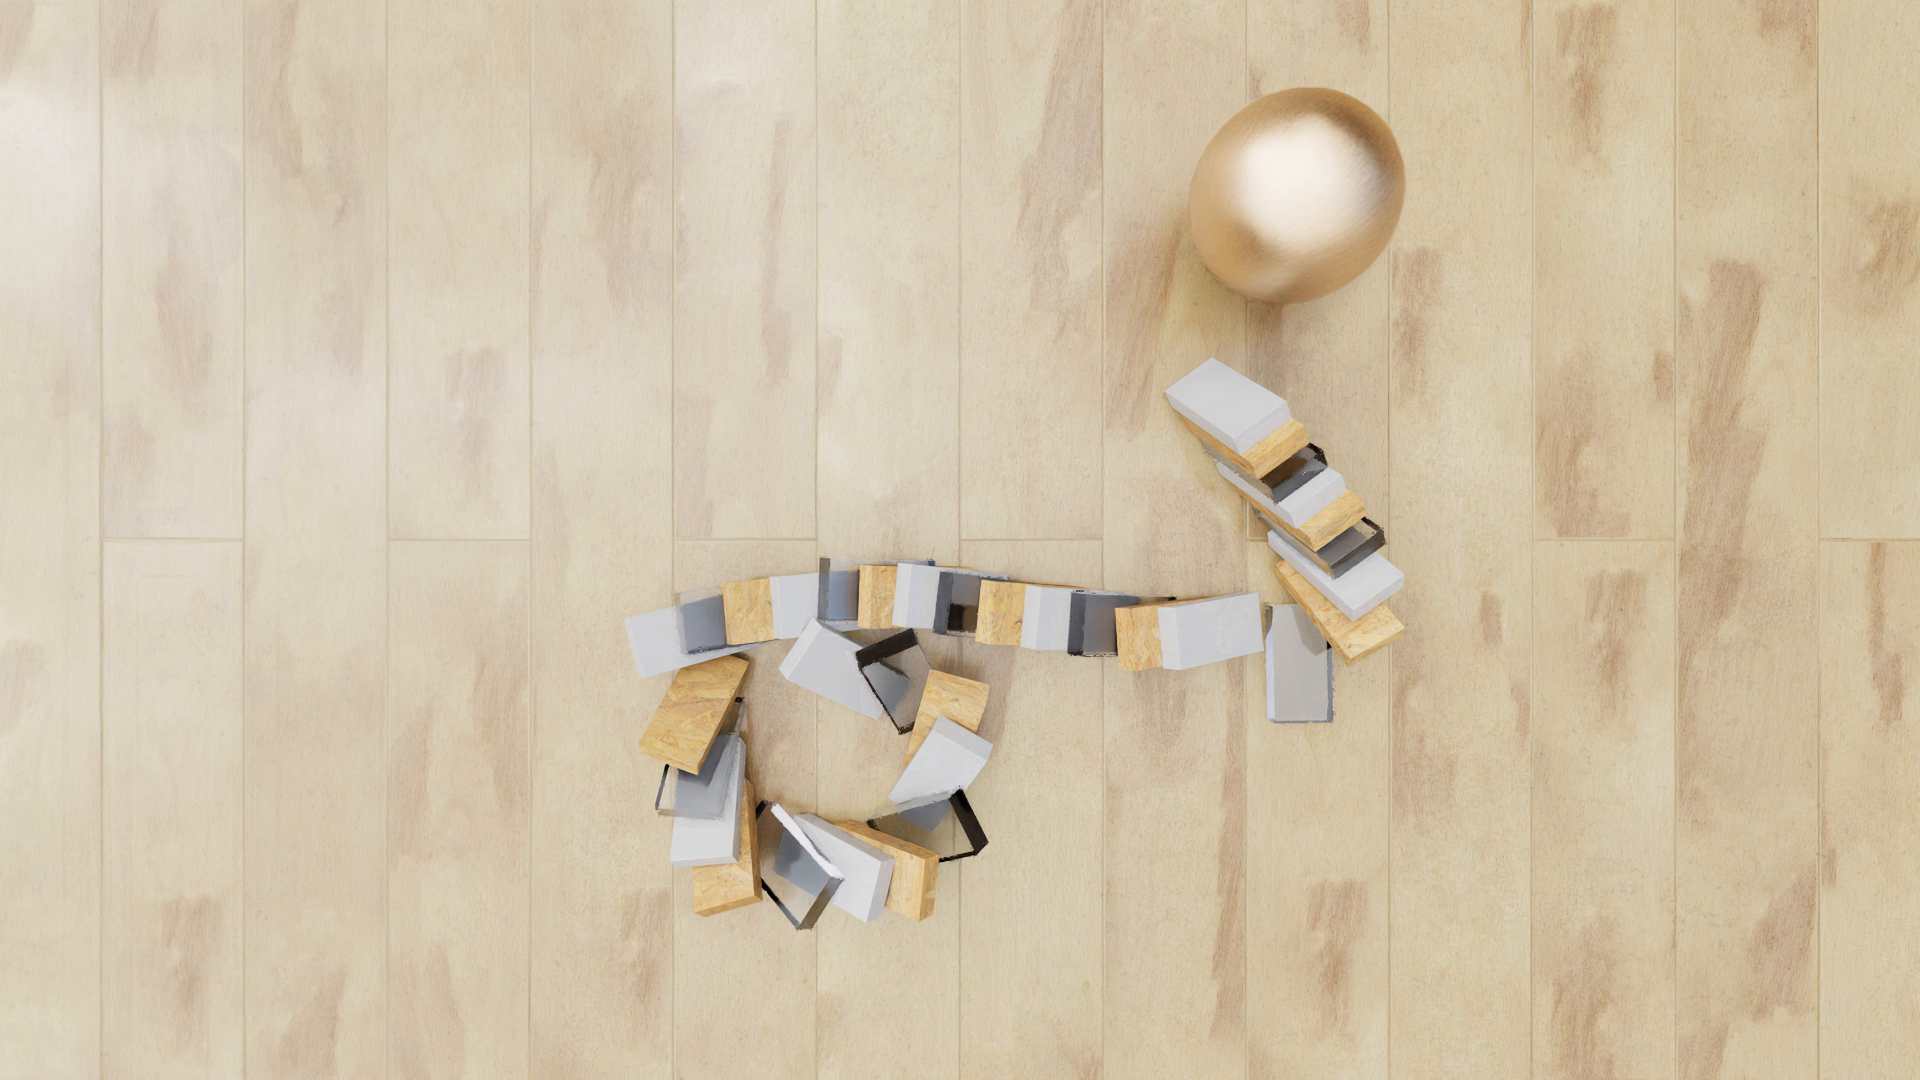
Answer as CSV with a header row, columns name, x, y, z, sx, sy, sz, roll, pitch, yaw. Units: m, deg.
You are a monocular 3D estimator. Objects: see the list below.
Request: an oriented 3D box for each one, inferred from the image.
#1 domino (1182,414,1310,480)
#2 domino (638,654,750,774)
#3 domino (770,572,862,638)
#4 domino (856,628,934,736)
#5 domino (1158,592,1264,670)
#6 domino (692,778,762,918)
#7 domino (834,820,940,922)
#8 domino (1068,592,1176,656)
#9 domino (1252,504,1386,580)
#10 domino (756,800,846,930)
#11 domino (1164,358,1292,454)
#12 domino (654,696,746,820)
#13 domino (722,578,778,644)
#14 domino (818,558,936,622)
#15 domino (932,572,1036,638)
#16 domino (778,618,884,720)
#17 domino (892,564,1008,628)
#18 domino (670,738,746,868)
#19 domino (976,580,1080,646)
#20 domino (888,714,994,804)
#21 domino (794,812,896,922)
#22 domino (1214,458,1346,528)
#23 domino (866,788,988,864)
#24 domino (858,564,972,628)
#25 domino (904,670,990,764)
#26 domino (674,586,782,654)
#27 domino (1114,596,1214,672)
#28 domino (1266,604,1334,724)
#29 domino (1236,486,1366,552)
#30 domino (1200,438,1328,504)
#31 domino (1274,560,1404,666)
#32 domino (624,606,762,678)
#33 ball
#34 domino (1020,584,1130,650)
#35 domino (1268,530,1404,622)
name,x,y,z,sx,sy,sz,roll,pitch,yaw
domino,0.116,-0.046,0.377,0.025,0.050,0.009,-36,128,0
domino,-0.110,0.069,0.381,0.025,0.010,0.050,20,52,0
domino,-0.053,0.026,0.383,0.050,0.010,0.025,-4,90,-31
domino,-0.022,0.059,0.379,0.025,0.010,0.050,-23,134,0
domino,0.105,0.037,0.383,0.050,0.009,0.025,-6,91,-32
domino,-0.098,0.127,0.381,0.025,0.009,0.050,-17,54,2
domino,-0.032,0.137,0.381,0.050,0.009,0.025,7,92,36
domino,0.068,0.035,0.383,0.050,0.010,0.025,4,90,-32
domino,0.147,-0.007,0.378,0.025,0.050,0.010,-36,131,0
domino,-0.072,0.134,0.381,0.050,0.009,0.025,33,90,37
domino,0.109,-0.056,0.377,0.025,0.050,0.010,-36,128,0
domino,-0.108,0.090,0.382,0.025,0.009,0.050,5,55,0
domino,-0.072,0.028,0.383,0.050,0.009,0.025,-5,89,-31
domino,-0.034,0.020,0.382,0.050,0.009,0.025,2,90,-35
domino,0.013,0.028,0.381,0.050,0.009,0.025,9,87,-37
domino,-0.047,0.054,0.381,0.050,0.010,0.025,34,90,-37
domino,-0.003,0.024,0.380,0.050,0.009,0.025,8,87,-37
domino,-0.104,0.109,0.382,0.025,0.010,0.050,-5,55,1
domino,0.030,0.031,0.381,0.050,0.010,0.025,6,90,-37
domino,-0.009,0.097,0.381,0.025,0.009,0.050,30,126,0
domino,-0.051,0.135,0.382,0.050,0.010,0.025,14,90,35
domino,0.131,-0.027,0.377,0.025,0.050,0.010,-36,128,-1
domino,-0.014,0.121,0.381,0.050,0.010,0.025,-27,90,37
domino,-0.018,0.023,0.381,0.050,0.009,0.025,2,90,-37
domino,-0.006,0.077,0.381,0.025,0.009,0.050,15,127,0
domino,-0.092,0.031,0.383,0.050,0.010,0.025,-7,88,-31
domino,0.088,0.038,0.383,0.050,0.010,0.025,-4,90,-32
domino,0.146,0.053,0.395,0.025,0.010,0.050,-1,90,0
domino,0.139,-0.018,0.377,0.025,0.050,0.009,-36,128,0
domino,0.124,-0.037,0.377,0.025,0.050,0.009,-36,128,0
domino,0.157,0.025,0.383,0.025,0.009,0.050,-29,58,0
domino,-0.111,0.039,0.382,0.050,0.009,0.025,-14,87,-32
ball,0.131,-0.133,0.360,0.080,0.080,0.080,0,90,0
domino,0.049,0.033,0.382,0.050,0.010,0.025,6,90,-34
domino,0.155,0.008,0.379,0.025,0.009,0.050,-34,50,-4
